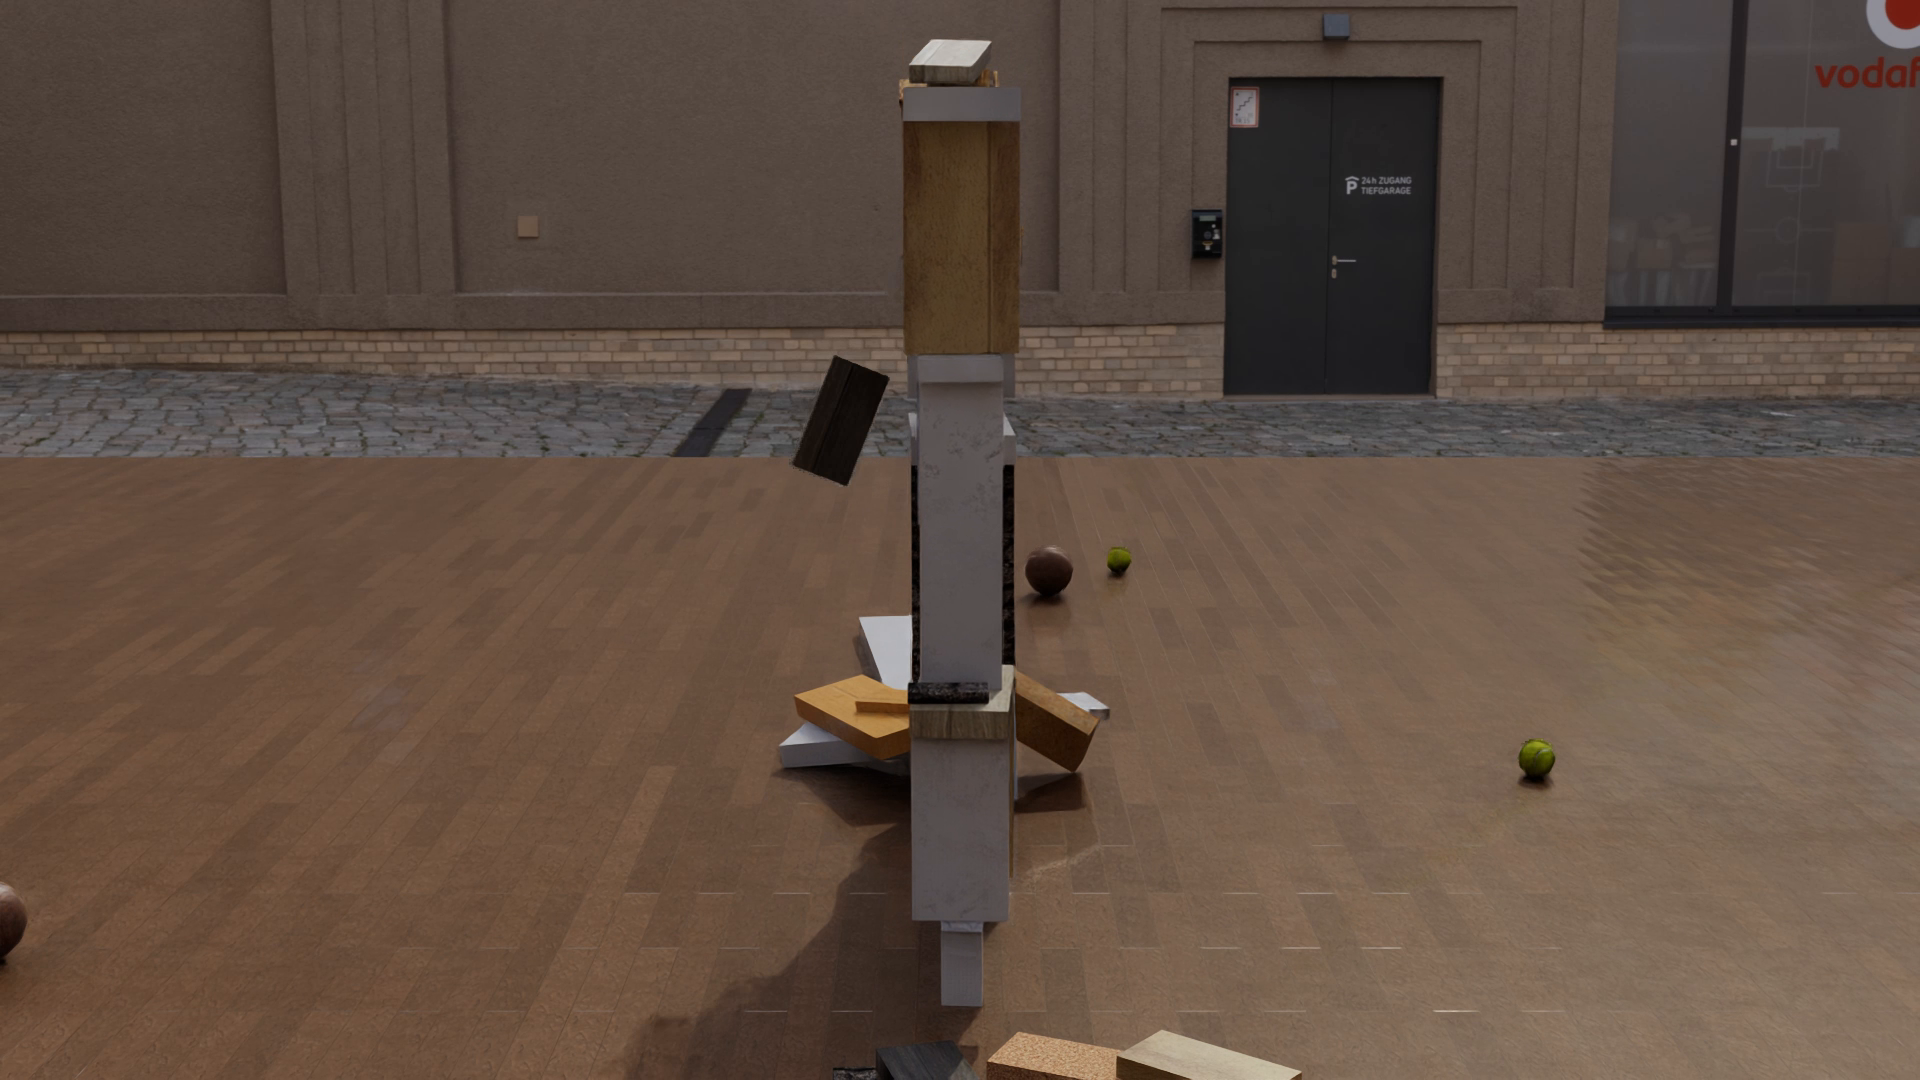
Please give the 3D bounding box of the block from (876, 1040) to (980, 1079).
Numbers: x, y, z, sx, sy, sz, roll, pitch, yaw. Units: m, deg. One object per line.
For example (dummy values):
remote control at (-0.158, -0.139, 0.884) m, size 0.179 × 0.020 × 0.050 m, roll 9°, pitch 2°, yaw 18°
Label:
block at (-0.033, 0.719, 2.890) m, size 0.108 × 0.030 × 0.215 m, roll -3°, pitch 11°, yaw -16°

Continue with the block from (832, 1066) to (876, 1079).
block at (-0.137, 0.725, 2.896) m, size 0.057 × 0.016 × 0.114 m, roll -1°, pitch 11°, yaw -5°

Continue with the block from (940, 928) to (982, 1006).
block at (0.003, 0.618, 3.194) m, size 0.059 × 0.119 × 0.017 m, roll 1°, pitch 11°, yaw 5°

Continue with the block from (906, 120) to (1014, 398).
block at (0.002, -0.424, 3.334) m, size 0.163 × 0.415 × 0.046 m, roll 0°, pitch 10°, yaw 0°

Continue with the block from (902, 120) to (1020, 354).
block at (0.001, -0.429, 3.120) m, size 0.163 × 0.326 × 0.046 m, roll -1°, pitch 10°, yaw -2°

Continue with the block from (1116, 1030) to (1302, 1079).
block at (0.322, 0.694, 2.856) m, size 0.215 × 0.030 × 0.108 m, roll 8°, pitch 13°, yaw 38°

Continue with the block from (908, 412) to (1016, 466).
block at (-0.001, -0.174, 3.743) m, size 0.170 × 0.048 × 0.339 m, roll -1°, pitch 10°, yaw -2°

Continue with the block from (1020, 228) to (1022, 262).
block at (0.007, -0.449, 3.588) m, size 0.174 × 0.049 × 0.347 m, roll 2°, pitch -5°, yaw -1°

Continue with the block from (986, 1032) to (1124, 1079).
block at (0.363, 0.727, 2.848) m, size 0.670 × 0.030 × 0.108 m, roll 5°, pitch 12°, yaw 24°

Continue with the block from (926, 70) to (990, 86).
block at (-0.002, -0.688, 3.290) m, size 0.091 × 0.026 × 0.182 m, roll 0°, pitch 11°, yaw 1°

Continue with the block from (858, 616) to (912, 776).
block at (-0.095, 0.328, 4.950) m, size 0.168 × 0.048 × 1.240 m, roll -1°, pitch 11°, yaw -7°

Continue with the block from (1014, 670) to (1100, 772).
block at (0.115, 0.327, 4.332) m, size 0.313 × 0.157 × 0.044 m, roll 30°, pitch 57°, yaw 10°

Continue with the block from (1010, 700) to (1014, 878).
block at (0.012, 0.371, 3.327) m, size 0.139 × 0.277 × 0.039 m, roll 1°, pitch 10°, yaw 3°

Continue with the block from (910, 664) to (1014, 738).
block at (0.006, 0.233, 3.206) m, size 0.139 × 0.039 × 0.277 m, roll 1°, pitch 10°, yaw 3°

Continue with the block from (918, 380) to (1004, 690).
block at (0.001, -0.006, 3.152) m, size 0.117 × 0.450 × 0.033 m, roll -1°, pitch 11°, yaw -4°

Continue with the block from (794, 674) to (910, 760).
block at (-0.178, 0.349, 4.388) m, size 0.157 × 0.044 × 0.458 m, roll -16°, pitch 13°, yaw -22°

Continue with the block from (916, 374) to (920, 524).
block at (-0.006, -0.141, 3.289) m, size 0.117 × 0.234 × 0.033 m, roll -1°, pitch 12°, yaw -2°

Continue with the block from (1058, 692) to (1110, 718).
block at (0.266, 0.365, 4.824) m, size 0.075 × 0.021 × 0.150 m, roll -3°, pitch 11°, yaw -17°

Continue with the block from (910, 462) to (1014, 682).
block at (0.005, 0.057, 3.666) m, size 0.170 × 0.379 × 0.048 m, roll 0°, pitch 9°, yaw -1°

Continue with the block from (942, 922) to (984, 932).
block at (0.008, 0.543, 3.219) m, size 0.059 × 0.017 × 0.119 m, roll 1°, pitch 12°, yaw 5°

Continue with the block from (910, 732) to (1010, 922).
block at (0.001, 0.406, 3.148) m, size 0.139 × 0.280 × 0.039 m, roll 0°, pitch 12°, yaw 3°

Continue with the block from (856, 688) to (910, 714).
block at (-0.126, 0.317, 4.328) m, size 0.150 × 0.021 × 0.075 m, roll -1°, pitch 16°, yaw 41°

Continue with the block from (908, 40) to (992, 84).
block at (-0.013, -0.695, 3.193) m, size 0.091 × 0.026 × 0.182 m, roll 4°, pitch 24°, yaw 9°

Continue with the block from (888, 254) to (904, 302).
block at (-0.021, -0.478, 3.928) m, size 0.174 × 0.049 × 0.347 m, roll -1°, pitch -3°, yaw -9°

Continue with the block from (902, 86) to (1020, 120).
block at (0.000, -0.632, 3.190) m, size 0.163 × 0.046 × 0.326 m, roll 0°, pitch 11°, yaw -1°

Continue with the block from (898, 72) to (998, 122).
block at (-0.008, -0.625, 3.575) m, size 0.157 × 0.044 × 0.313 m, roll -5°, pitch -34°, yaw 1°

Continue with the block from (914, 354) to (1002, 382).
block at (-0.004, -0.258, 3.184) m, size 0.117 × 0.033 × 0.234 m, roll -1°, pitch 10°, yaw -2°

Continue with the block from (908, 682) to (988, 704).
block at (-0.017, 0.218, 3.133) m, size 0.114 × 0.016 × 0.057 m, roll 0°, pitch 10°, yaw 0°

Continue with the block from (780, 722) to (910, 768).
block at (-0.173, 0.393, 4.403) m, size 0.336 × 0.048 × 0.168 m, roll -7°, pitch 13°, yaw 22°

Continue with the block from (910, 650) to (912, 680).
block at (-0.001, 0.186, 3.928) m, size 0.163 × 0.046 × 0.326 m, roll 0°, pitch 11°, yaw 1°

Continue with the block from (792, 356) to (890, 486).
block at (-0.186, -0.186, 3.426) m, size 0.091 × 0.182 × 0.026 m, roll 21°, pitch 3°, yaw -9°

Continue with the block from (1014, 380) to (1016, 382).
block at (0.006, -0.303, 3.907) m, size 0.174 × 0.049 × 0.347 m, roll -4°, pitch 2°, yaw 3°

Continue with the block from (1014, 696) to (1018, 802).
block at (0.019, 0.330, 4.172) m, size 0.168 × 0.336 × 0.048 m, roll 0°, pitch -13°, yaw -5°
